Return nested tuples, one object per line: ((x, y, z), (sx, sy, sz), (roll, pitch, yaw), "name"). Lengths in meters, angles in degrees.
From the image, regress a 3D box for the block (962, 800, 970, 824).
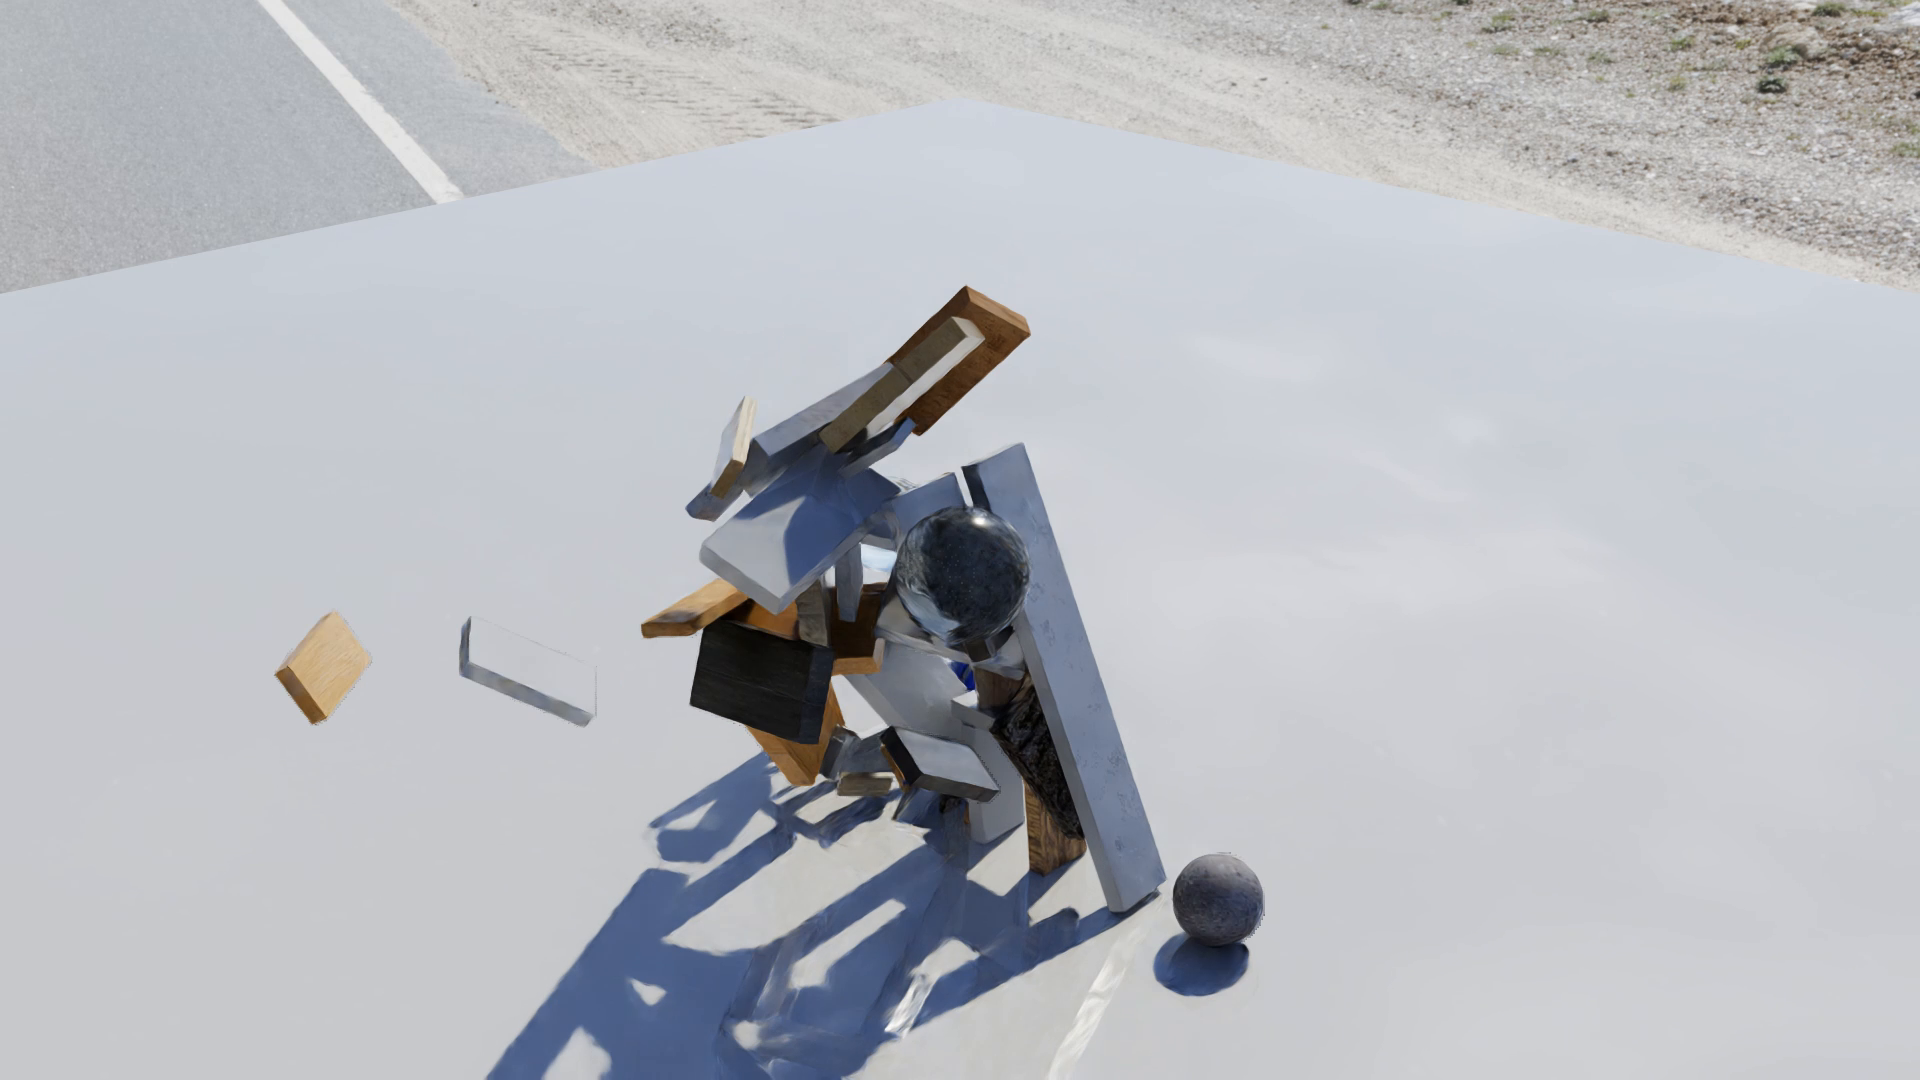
((0.036, 0.521, 4.406), (0.049, 0.099, 0.014), (-20, 45, -40), "block")

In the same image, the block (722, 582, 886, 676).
((-0.309, 0.175, 4.147), (0.347, 0.049, 0.174), (-4, 50, 16), "block")

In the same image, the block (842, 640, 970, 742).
((-0.077, 0.306, 4.266), (0.049, 0.410, 0.174), (-7, 48, 34), "block")

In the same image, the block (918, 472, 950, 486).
((-0.069, -0.062, 4.030), (0.146, 0.073, 0.021), (-24, -13, -17), "block")

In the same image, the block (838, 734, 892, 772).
((-0.196, 0.451, 4.506), (0.022, 0.077, 0.154), (3, -14, 42), "block")

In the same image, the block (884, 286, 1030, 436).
((-0.032, -0.327, 4.054), (0.154, 0.309, 0.044), (24, 37, -38), "block")

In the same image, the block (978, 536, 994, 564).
((-0.004, 0.012, 4.076), (0.146, 0.073, 0.021), (29, -1, -14), "block")

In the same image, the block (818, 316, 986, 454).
((-0.099, -0.268, 3.820), (0.309, 0.044, 0.154), (-41, -5, 12), "block")

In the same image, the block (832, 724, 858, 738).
((-0.262, 0.423, 4.570), (0.154, 0.077, 0.022), (27, -3, -43), "block")

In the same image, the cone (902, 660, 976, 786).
((-0.028, 0.427, 4.520), (0.266, 0.266, 0.266), (21, 47, 40), "cone")

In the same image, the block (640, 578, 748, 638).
((-0.443, 0.100, 4.146), (0.091, 0.026, 0.632), (-3, 9, 14), "block")

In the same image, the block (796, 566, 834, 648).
((-0.269, 0.046, 3.977), (0.048, 0.339, 0.170), (-1, 49, 1), "block")

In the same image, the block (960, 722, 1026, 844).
((0.066, 0.461, 4.350), (0.035, 0.250, 0.125), (11, 24, 40), "block")

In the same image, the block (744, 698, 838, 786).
((-0.359, 0.313, 4.320), (0.049, 0.347, 0.174), (-4, 49, 28), "block")

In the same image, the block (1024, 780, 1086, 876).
((0.183, 0.507, 4.243), (0.035, 0.250, 0.125), (14, 26, 43), "block")

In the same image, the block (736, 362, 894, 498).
((-0.248, -0.196, 3.910), (0.309, 0.154, 0.044), (-32, 76, -30), "block")

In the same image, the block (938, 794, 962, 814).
((-0.013, 0.503, 4.447), (0.014, 0.099, 0.049), (33, 37, 30), "block")

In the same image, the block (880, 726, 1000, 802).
((-0.029, 0.335, 3.276), (0.193, 0.027, 0.096), (21, 27, -51), "block")

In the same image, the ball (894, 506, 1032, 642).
((0.004, 0.054, 3.482), (0.217, 0.217, 0.217), (0, 23, 0), "ball")

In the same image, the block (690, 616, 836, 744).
((-0.359, 0.248, 3.957), (0.048, 0.170, 0.339), (10, 2, -41), "block")

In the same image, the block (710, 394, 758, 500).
((-0.394, -0.163, 3.836), (0.026, 0.091, 0.182), (25, 37, -16), "block")

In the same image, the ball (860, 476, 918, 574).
((-0.135, -0.029, 4.175), (0.185, 0.185, 0.185), (0, 23, 0), "ball")

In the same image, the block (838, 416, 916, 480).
((-0.144, -0.158, 3.796), (0.146, 0.021, 0.073), (-28, 20, 42), "block")

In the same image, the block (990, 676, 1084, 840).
((0.179, 0.406, 4.103), (0.041, 0.287, 0.144), (-5, 38, 48), "block")

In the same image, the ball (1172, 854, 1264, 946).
((0.469, 0.655, 4.004), (0.167, 0.167, 0.167), (0, 23, 0), "ball")

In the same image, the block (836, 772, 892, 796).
((-0.194, 0.495, 4.467), (0.107, 0.054, 0.015), (2, 43, -17), "block")

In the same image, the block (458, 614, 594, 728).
((-0.589, 0.179, 2.996), (0.193, 0.027, 0.096), (27, 29, -27), "block")

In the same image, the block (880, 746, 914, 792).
((-0.122, 0.462, 4.542), (0.015, 0.107, 0.054), (-23, 8, 32), "block")

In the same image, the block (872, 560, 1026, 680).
((-0.005, 0.149, 4.086), (0.287, 0.041, 0.144), (17, 60, -4), "block")

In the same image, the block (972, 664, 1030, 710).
((0.084, 0.171, 4.224), (0.144, 0.287, 0.041), (-11, 17, -6), "block")

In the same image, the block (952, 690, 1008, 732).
((0.114, 0.343, 4.250), (0.125, 0.035, 0.250), (-20, 28, -39), "block")

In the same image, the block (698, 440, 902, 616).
((-0.272, -0.027, 3.778), (0.170, 0.048, 0.339), (34, 51, 16), "block")

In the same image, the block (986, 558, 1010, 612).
((0.012, 0.070, 4.031), (0.103, 0.206, 0.029), (-49, 20, -23), "block")

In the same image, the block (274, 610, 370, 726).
((-0.958, 0.190, 3.312), (0.027, 0.096, 0.193), (-26, 18, 16), "block")

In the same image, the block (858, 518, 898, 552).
((-0.144, -0.037, 3.936), (0.206, 0.029, 0.103), (14, 51, -22), "block")

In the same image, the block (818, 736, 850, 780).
((-0.296, 0.423, 4.477), (0.154, 0.077, 0.022), (24, -1, 41), "block")

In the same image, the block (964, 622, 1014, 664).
((0.012, 0.069, 3.946), (0.039, 0.273, 0.136), (-17, 11, 24), "block")

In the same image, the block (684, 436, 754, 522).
((-0.405, -0.108, 3.929), (0.026, 0.182, 0.091), (48, 12, 14), "block")

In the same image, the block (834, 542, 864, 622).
((-0.207, 0.030, 4.030), (0.029, 0.247, 0.103), (4, 48, 6), "block")

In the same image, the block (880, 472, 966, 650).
((-0.026, 0.036, 3.787), (0.136, 0.273, 0.039), (-25, 8, -29), "block")

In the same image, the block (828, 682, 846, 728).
((-0.295, 0.320, 4.695), (0.049, 0.275, 0.014), (-17, -4, -40), "block")

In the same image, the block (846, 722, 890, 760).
((-0.184, 0.405, 4.457), (0.015, 0.054, 0.107), (40, 30, 20), "block")

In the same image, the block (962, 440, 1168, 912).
((0.198, 0.257, 4.080), (0.039, 0.886, 0.136), (-9, 13, 45), "block")
